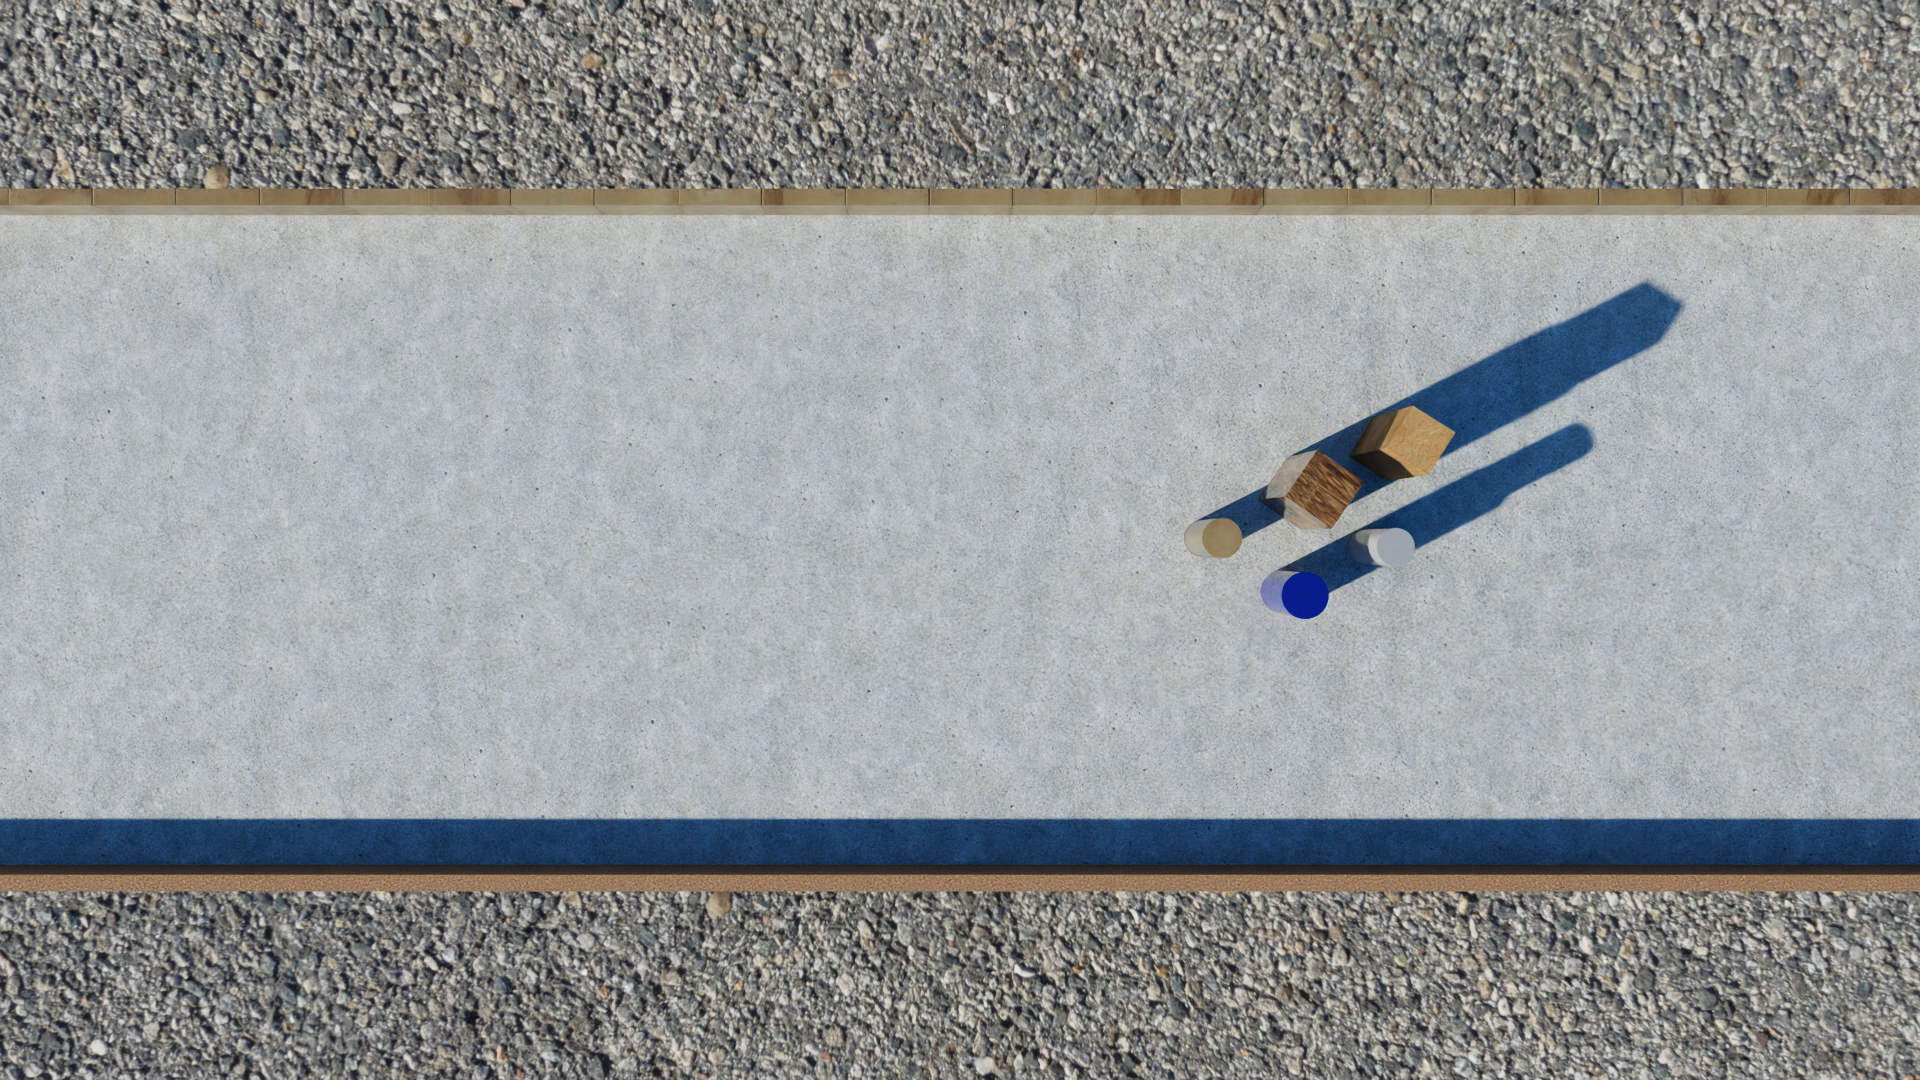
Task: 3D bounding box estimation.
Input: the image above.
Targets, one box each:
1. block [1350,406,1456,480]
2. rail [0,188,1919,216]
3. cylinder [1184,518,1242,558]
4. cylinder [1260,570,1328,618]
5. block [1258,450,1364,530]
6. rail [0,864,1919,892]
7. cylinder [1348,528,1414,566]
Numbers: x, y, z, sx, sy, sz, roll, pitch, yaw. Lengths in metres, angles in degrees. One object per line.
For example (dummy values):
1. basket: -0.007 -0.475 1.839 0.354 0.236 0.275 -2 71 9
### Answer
1. block: 1.294 -0.280 4.854 0.141 0.444 0.141 32 90 0
2. rail: -2.247 -1.025 5.002 12.000 0.150 0.050 0 90 0
3. cylinder: 0.746 -0.005 4.885 0.115 0.382 0.115 0 90 0
4. cylinder: 0.993 0.159 4.911 0.137 0.332 0.137 0 90 0
5. block: 1.027 -0.143 4.859 0.160 0.435 0.160 35 90 0
6. rail: -2.247 1.025 5.001 12.000 0.150 0.050 0 90 0
7. cylinder: 1.251 0.020 4.905 0.110 0.342 0.110 0 90 0
